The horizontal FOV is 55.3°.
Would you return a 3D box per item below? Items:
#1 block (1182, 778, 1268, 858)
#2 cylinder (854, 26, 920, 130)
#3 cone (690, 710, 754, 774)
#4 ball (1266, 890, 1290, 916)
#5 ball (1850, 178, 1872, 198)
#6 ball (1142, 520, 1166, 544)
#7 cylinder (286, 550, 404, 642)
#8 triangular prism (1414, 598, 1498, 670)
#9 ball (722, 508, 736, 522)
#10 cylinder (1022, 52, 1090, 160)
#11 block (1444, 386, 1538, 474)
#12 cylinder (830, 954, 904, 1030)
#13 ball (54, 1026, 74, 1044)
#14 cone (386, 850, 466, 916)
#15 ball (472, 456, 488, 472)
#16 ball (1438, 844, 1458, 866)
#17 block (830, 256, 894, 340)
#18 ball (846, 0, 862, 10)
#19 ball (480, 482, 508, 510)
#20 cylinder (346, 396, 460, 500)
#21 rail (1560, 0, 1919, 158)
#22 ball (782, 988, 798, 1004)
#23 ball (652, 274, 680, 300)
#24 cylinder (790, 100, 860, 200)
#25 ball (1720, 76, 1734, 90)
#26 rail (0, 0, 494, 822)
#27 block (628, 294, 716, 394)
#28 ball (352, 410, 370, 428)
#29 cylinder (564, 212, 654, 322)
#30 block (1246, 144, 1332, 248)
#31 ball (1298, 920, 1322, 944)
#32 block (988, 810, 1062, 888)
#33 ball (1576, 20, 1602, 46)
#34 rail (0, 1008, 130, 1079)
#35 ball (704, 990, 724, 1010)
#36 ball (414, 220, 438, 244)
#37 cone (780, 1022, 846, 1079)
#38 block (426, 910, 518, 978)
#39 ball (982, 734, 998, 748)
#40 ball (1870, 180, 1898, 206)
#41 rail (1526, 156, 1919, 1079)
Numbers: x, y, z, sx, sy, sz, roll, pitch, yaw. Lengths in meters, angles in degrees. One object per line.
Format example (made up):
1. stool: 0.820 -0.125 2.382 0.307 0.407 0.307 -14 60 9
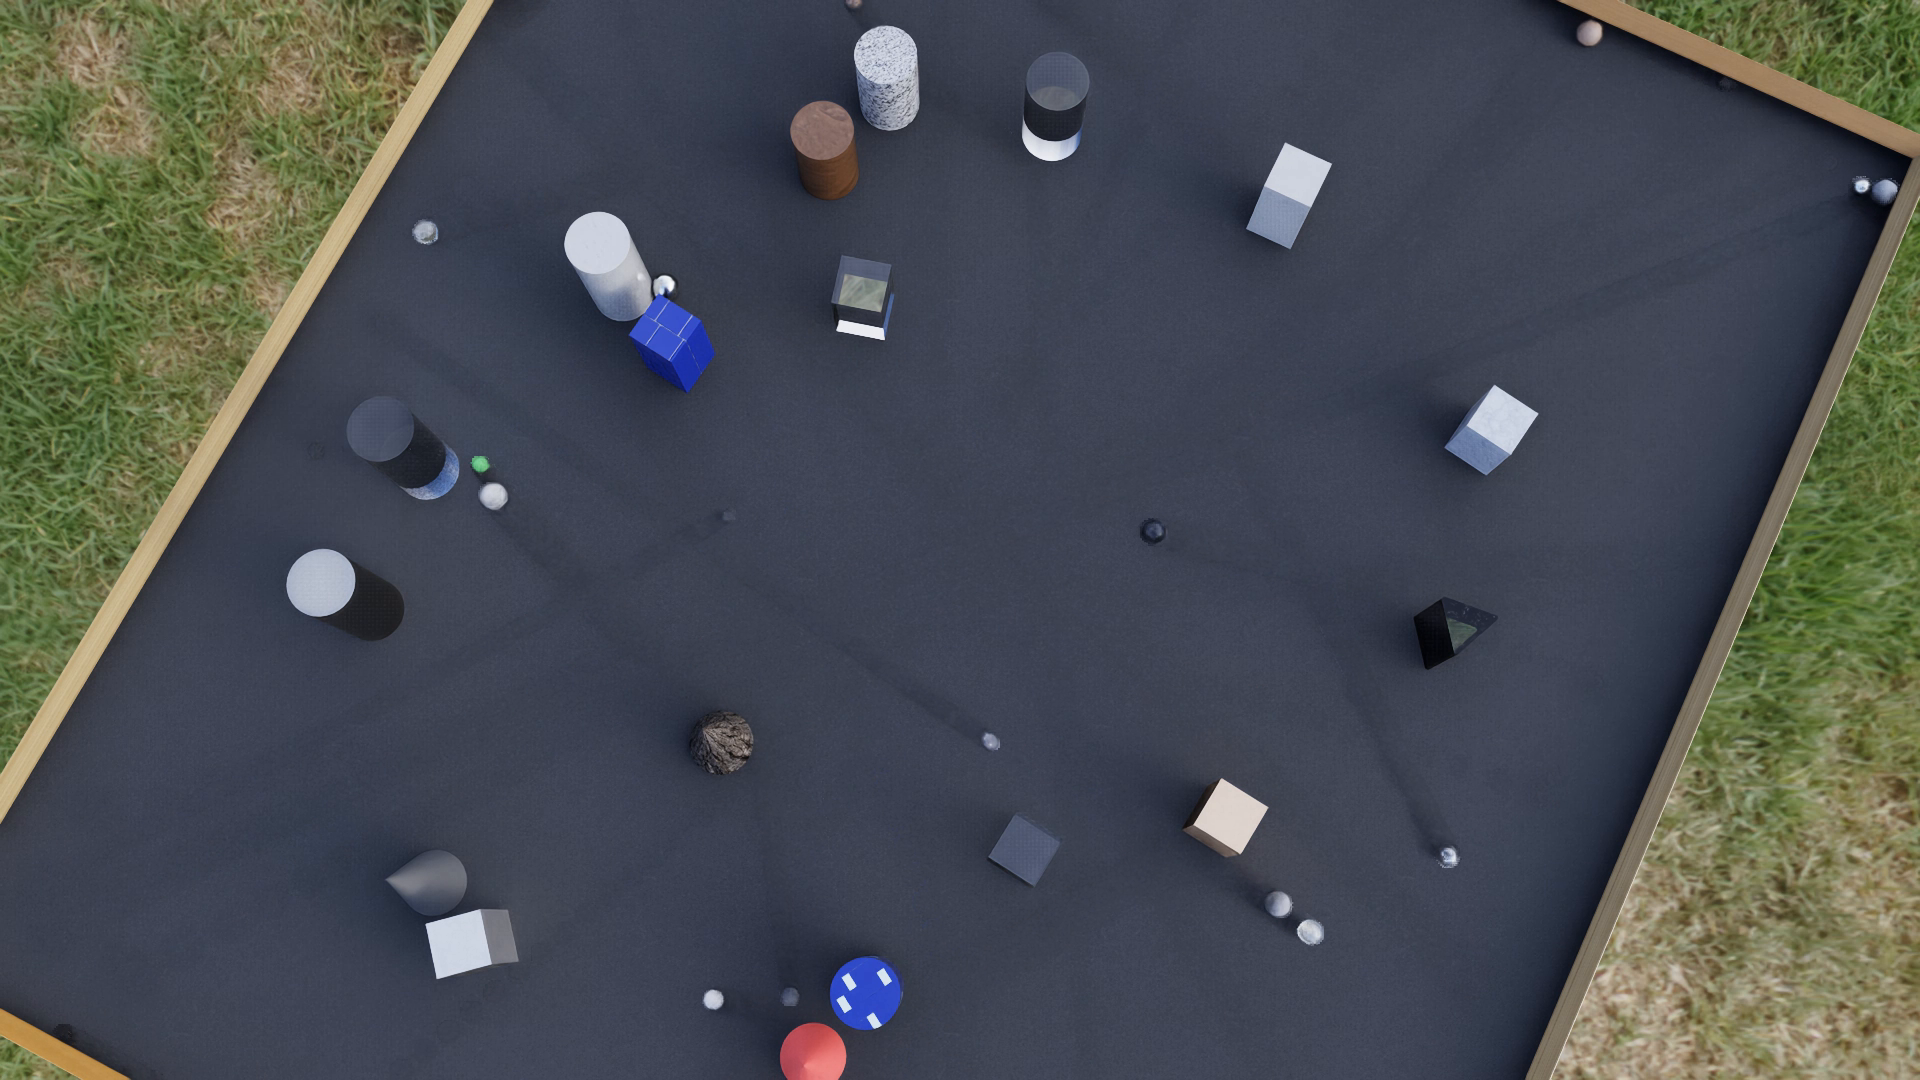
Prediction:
1. block: 0.762 0.806 5.299 0.153 0.296 0.153 32 80 6
2. cylinder: -0.226 -1.444 5.745 0.192 0.334 0.192 0 78 0
3. cone: -0.715 0.566 5.290 0.192 0.411 0.192 0 78 0
4. ball: 0.930 1.064 5.359 0.074 0.074 0.074 0 78 0
5. ball: 2.855 -1.117 5.811 0.060 0.060 0.060 0 78 0
6. ball: 0.591 -0.026 5.585 0.073 0.073 0.073 0 78 0
7. cylinder: -1.785 0.166 5.346 0.192 0.462 0.192 0 78 0
8. triangular prism: 1.427 0.252 5.395 0.166 0.332 0.144 -39 81 -7
9. ball: -0.707 -0.075 5.610 0.044 0.044 0.044 0 78 0
10. cylinder: 0.295 -1.345 5.705 0.192 0.371 0.192 0 78 0
11. block: 1.607 -0.330 5.553 0.153 0.258 0.153 35 80 7
12. cylinder: -0.258 1.271 5.166 0.192 0.368 0.192 0 78 0
13. ball: -2.591 1.430 5.294 0.052 0.052 0.052 0 78 0
14. cone: -1.551 0.963 5.175 0.192 0.474 0.192 0 78 0
15. ball: -1.475 -0.231 5.639 0.049 0.049 0.049 0 78 0
16. ball: 1.437 0.928 5.394 0.061 0.061 0.061 0 78 0
17. block: -0.296 -0.743 5.633 0.153 0.269 0.153 11 79 2
18. ball: -0.346 -1.752 5.952 0.053 0.053 0.053 0 78 0
19. ball: -1.425 -0.134 5.602 0.082 0.082 0.082 0 78 0
20. cylinder: -1.643 -0.266 5.427 0.192 0.479 0.192 0 78 0
21. rail: 1.110 -2.168 6.000 4.380 0.125 0.045 26 80 5
22. ball: -0.492 1.323 5.317 0.050 0.050 0.050 0 78 0
23. ball: -0.922 -0.793 5.738 0.083 0.083 0.083 0 78 0
24. cylinder: -0.417 -1.209 5.704 0.192 0.317 0.192 0 78 0
25. ball: 2.471 -1.470 5.898 0.043 0.043 0.043 0 78 0
26. rail: -1.938 -0.942 5.747 0.045 0.125 5.012 26 80 5
27. block: -0.871 -0.594 5.572 0.153 0.329 0.153 33 80 6
28. ball: -1.855 -0.375 5.667 0.053 0.053 0.053 0 78 0
29. cylinder: -1.060 -0.825 5.567 0.192 0.432 0.192 0 78 0
30. block: 1.012 -1.058 5.657 0.153 0.349 0.153 26 79 5
31. ball: 1.021 1.143 5.345 0.069 0.069 0.069 0 78 0
32. block: 0.185 0.893 5.276 0.153 0.305 0.153 32 80 6
33. ball: 2.031 -1.636 5.914 0.081 0.081 0.081 0 78 0
34. rail: -1.110 2.181 5.101 4.380 0.125 0.045 26 80 5
35. ball: -0.713 1.333 5.312 0.056 0.056 0.056 0 78 0
36. ball: -1.683 -0.970 5.780 0.073 0.073 0.073 0 78 0
37. cone: -0.426 1.464 5.149 0.192 0.322 0.192 0 78 0
38. block: -1.385 1.148 5.216 0.153 0.319 0.153 -15 79 -3
39. ball: 0.090 0.600 5.469 0.047 0.047 0.047 0 78 0
40. ball: 2.927 -1.100 5.804 0.078 0.078 0.078 0 78 0
41. rail: 1.938 0.955 5.354 0.045 0.125 5.012 26 80 5
